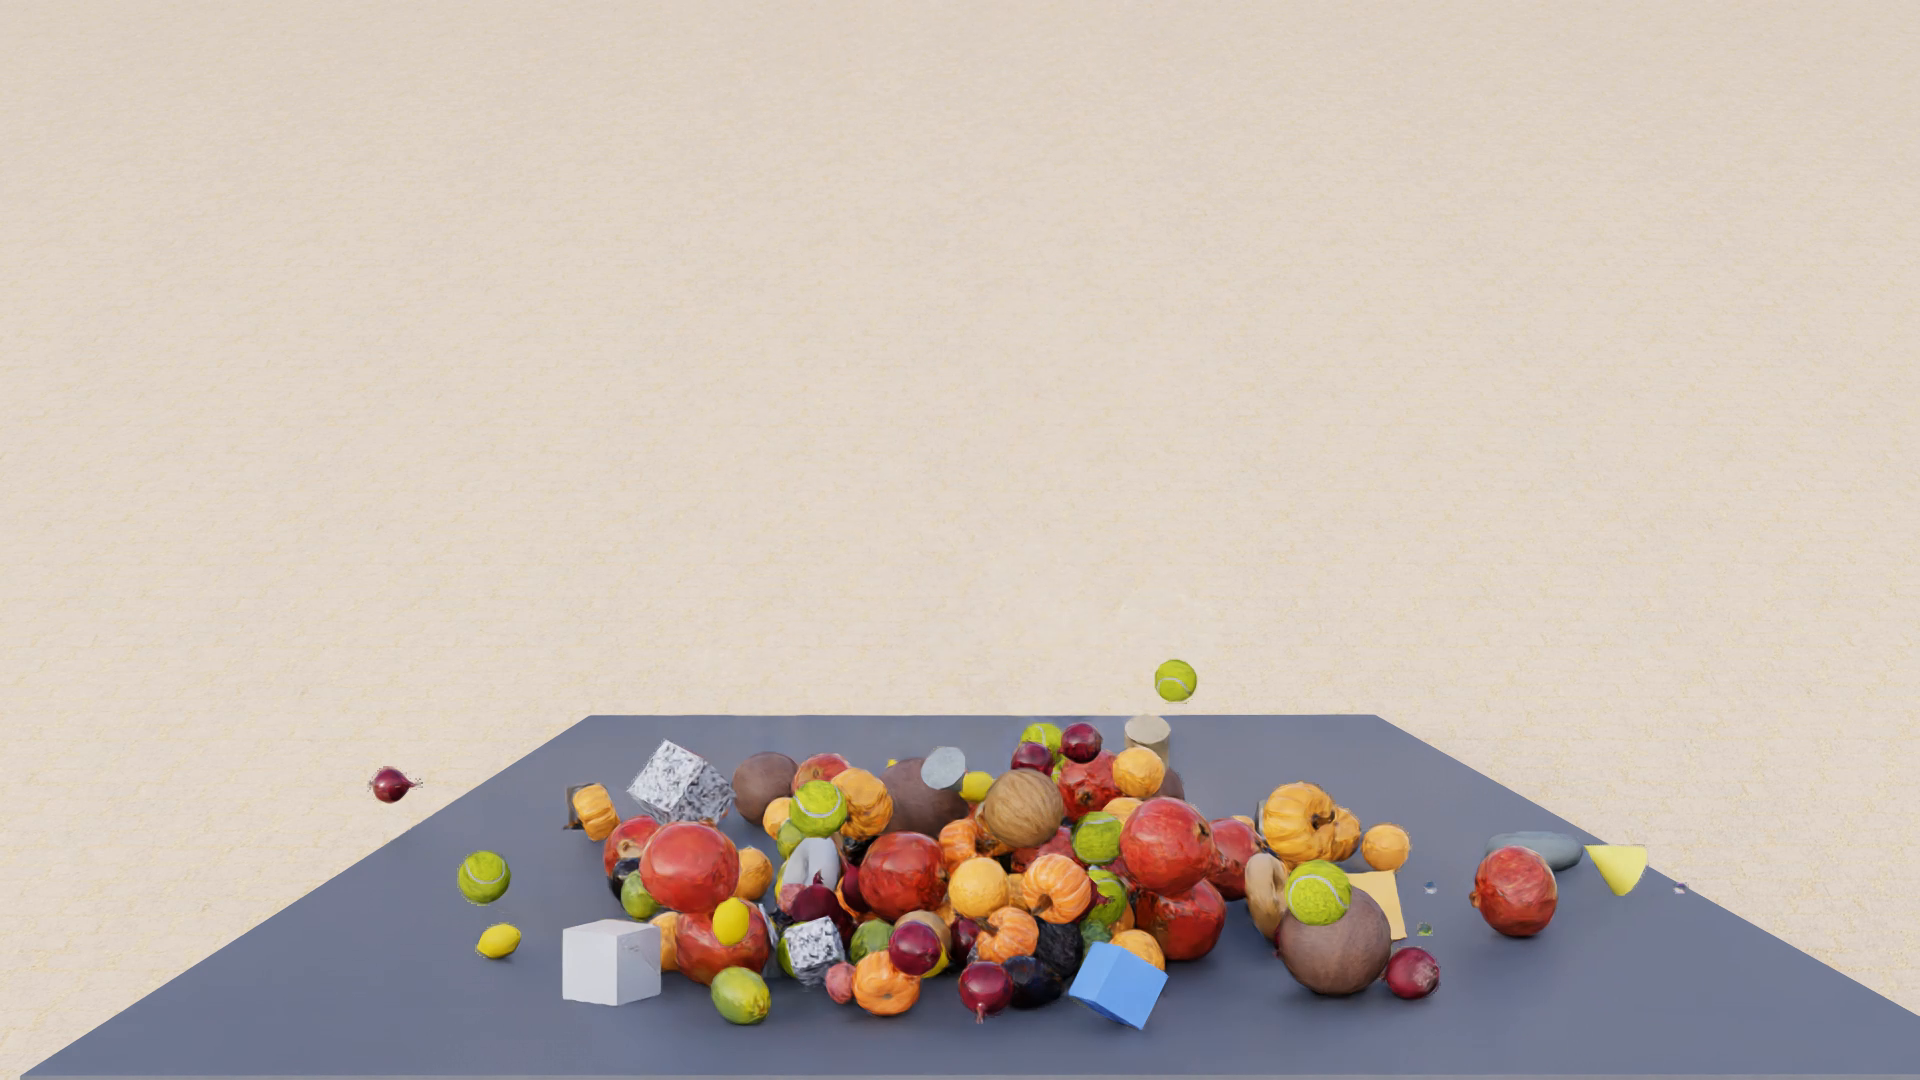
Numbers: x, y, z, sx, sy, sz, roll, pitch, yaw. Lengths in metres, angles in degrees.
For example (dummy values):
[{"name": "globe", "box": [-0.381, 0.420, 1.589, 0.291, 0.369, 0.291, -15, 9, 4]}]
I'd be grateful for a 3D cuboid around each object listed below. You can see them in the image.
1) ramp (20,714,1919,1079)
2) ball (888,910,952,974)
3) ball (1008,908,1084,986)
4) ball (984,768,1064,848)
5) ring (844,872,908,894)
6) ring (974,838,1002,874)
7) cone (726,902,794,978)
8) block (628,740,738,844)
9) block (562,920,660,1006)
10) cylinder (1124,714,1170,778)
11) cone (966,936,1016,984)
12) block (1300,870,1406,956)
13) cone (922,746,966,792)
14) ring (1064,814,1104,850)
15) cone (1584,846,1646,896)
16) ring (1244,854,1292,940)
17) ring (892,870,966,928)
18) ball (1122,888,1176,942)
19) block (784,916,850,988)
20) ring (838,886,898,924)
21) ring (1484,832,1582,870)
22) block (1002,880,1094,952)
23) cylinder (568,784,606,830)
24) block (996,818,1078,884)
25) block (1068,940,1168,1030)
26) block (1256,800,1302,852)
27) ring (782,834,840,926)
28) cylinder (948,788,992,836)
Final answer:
[{"name": "ramp", "box": [0.060, 0.540, 4.576, 2.000, 0.100, 4.000, 0, 1, 0]}, {"name": "ball", "box": [-0.048, 0.484, 3.101, 0.077, 0.077, 0.077, 0, 26, 0]}, {"name": "ball", "box": [0.101, 0.479, 3.036, 0.090, 0.090, 0.090, 0, 26, 0]}, {"name": "ball", "box": [0.079, 0.333, 3.200, 0.100, 0.100, 0.100, 0, 26, 0]}, {"name": "ring", "box": [-0.113, 0.493, 3.654, 0.104, 0.035, 0.104, 2, 1, 0]}, {"name": "ring", "box": [0.081, 0.471, 3.863, 0.121, 0.121, 0.040, -2, 69, -4]}, {"name": "cone", "box": [-0.241, 0.480, 3.123, 0.084, 0.084, 0.084, 0, 1, 0]}, {"name": "block", "box": [-0.359, 0.328, 3.344, 0.083, 0.083, 0.083, 20, 66, 40]}, {"name": "block", "box": [-0.401, 0.485, 2.970, 0.080, 0.080, 0.080, 1, 1, 31]}, {"name": "cylinder", "box": [0.276, 0.305, 3.815, 0.067, 0.067, 0.067, -1, 35, 0]}, {"name": "cone", "box": [0.049, 0.509, 3.076, 0.059, 0.059, 0.059, 35, -1, -42]}, {"name": "block", "box": [0.489, 0.465, 3.215, 0.085, 0.085, 0.085, -1, -18, -28]}, {"name": "cone", "box": [-0.009, 0.295, 3.178, 0.059, 0.059, 0.059, -14, 50, 18]}, {"name": "ring", "box": [0.160, 0.474, 4.187, 0.149, 0.050, 0.149, -1, 1, 0]}, {"name": "cone", "box": [0.923, 0.454, 3.684, 0.080, 0.080, 0.080, 29, 25, -10]}, {"name": "ring", "box": [0.398, 0.460, 3.330, 0.038, 0.114, 0.114, -15, 22, 19]}, {"name": "ring", "box": [-0.041, 0.476, 3.372, 0.098, 0.033, 0.098, -8, 48, 9]}, {"name": "ball", "box": [0.244, 0.482, 3.321, 0.070, 0.070, 0.070, 0, 26, 0]}, {"name": "block", "box": [-0.165, 0.476, 2.975, 0.054, 0.054, 0.054, -18, 55, 3]}, {"name": "ring", "box": [-0.113, 0.493, 3.491, 0.104, 0.035, 0.104, -5, 6, 1]}, {"name": "ring", "box": [0.880, 0.477, 3.959, 0.147, 0.049, 0.147, -1, -1, 0]}, {"name": "block", "box": [0.110, 0.476, 3.242, 0.082, 0.082, 0.082, 0, -1, -36]}, {"name": "cylinder", "box": [-0.616, 0.442, 4.264, 0.063, 0.063, 0.063, -4, -17, -1]}, {"name": "block", "box": [0.111, 0.444, 3.700, 0.094, 0.094, 0.094, 9, 0, 8]}, {"name": "block", "box": [0.172, 0.484, 2.808, 0.066, 0.066, 0.066, 33, -15, -19]}, {"name": "block", "box": [0.489, 0.440, 3.967, 0.063, 0.063, 0.063, 1, 65, 2]}, {"name": "ring", "box": [-0.197, 0.448, 3.393, 0.042, 0.125, 0.125, 19, 19, -23]}, {"name": "cylinder", "box": [0.031, 0.455, 4.319, 0.076, 0.076, 0.076, -4, 25, -27]}]
